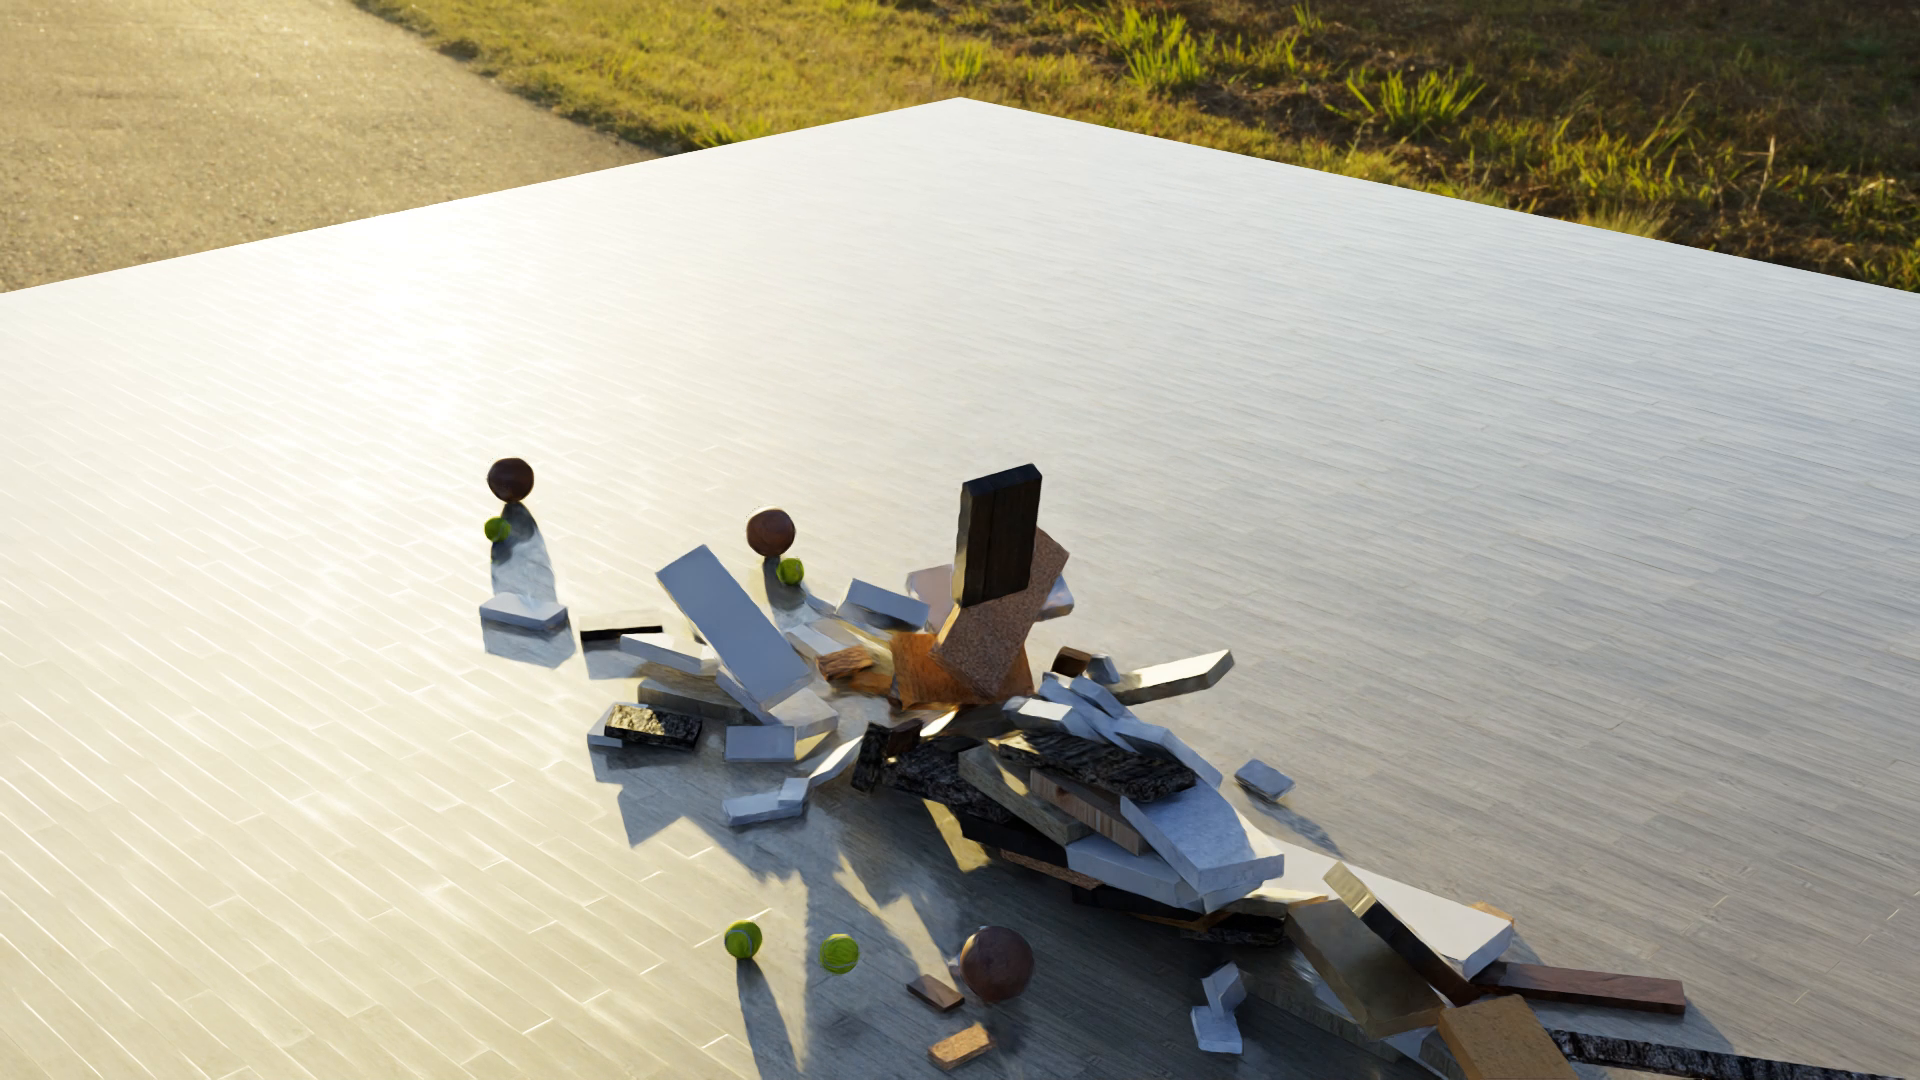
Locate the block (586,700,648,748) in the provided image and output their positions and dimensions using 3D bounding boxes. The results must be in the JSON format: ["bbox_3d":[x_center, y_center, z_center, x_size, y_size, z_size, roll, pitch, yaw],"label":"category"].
[{"bbox_3d":[-0.744,0.400,4.789,0.080,0.023,0.160,5,24,13],"label":"block"}]

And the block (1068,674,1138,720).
[{"bbox_3d":[0.315,0.349,4.267,0.031,0.218,0.109,-51,23,-8],"label":"block"}]

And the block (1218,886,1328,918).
[{"bbox_3d":[0.553,0.647,3.929,0.099,0.028,0.198,-4,0,-35],"label":"block"}]

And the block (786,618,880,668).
[{"bbox_3d":[-0.298,0.250,5.129,0.116,0.033,0.232,-14,27,-30],"label":"block"}]

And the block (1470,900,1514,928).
[{"bbox_3d":[0.941,0.715,4.049,0.152,0.022,0.076,-17,28,-35],"label":"block"}]

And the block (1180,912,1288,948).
[{"bbox_3d":[0.508,0.700,4.003,0.198,0.028,0.099,-2,15,42],"label":"block"}]

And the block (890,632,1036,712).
[{"bbox_3d":[0.009,0.289,4.791,0.323,0.046,0.162,3,62,-34],"label":"block"}]

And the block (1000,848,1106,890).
[{"bbox_3d":[0.213,0.598,4.220,0.138,0.039,0.275,-18,16,-33],"label":"block"}]

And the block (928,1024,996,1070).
[{"bbox_3d":[0.004,0.858,3.719,0.107,0.015,0.054,-17,28,-35],"label":"block"}]

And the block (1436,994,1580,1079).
[{"bbox_3d":[0.881,0.841,3.448,0.144,0.041,0.287,-9,36,-15],"label":"block"}]

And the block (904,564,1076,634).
[{"bbox_3d":[0.068,0.123,5.015,0.348,0.049,0.174,-12,58,-22],"label":"block"}]

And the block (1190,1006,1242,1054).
[{"bbox_3d":[0.435,0.831,3.735,0.070,0.020,0.140,5,11,-1],"label":"block"}]

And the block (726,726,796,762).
[{"bbox_3d":[-0.422,0.433,4.660,0.146,0.021,0.073,0,63,-1],"label":"block"}]

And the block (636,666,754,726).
[{"bbox_3d":[-0.569,0.341,4.908,0.270,0.038,0.135,11,25,23],"label":"block"}]

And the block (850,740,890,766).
[{"bbox_3d":[-0.169,0.439,4.609,0.070,0.020,0.140,-21,-1,-40],"label":"block"}]

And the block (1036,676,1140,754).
[{"bbox_3d":[0.274,0.372,4.291,0.038,0.134,0.267,-48,46,-11],"label":"block"}]

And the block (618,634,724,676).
[{"bbox_3d":[-0.636,0.260,5.019,0.270,0.038,0.135,13,8,39],"label":"block"}]

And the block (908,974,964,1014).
[{"bbox_3d":[-0.042,0.797,3.864,0.049,0.014,0.097,-20,30,-38],"label":"block"}]

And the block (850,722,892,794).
[{"bbox_3d":[-0.183,0.447,4.518,0.020,0.140,0.070,17,-3,-28],"label":"block"}]

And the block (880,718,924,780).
[{"bbox_3d":[-0.121,0.436,4.547,0.070,0.139,0.020,-20,45,-42],"label":"block"}]

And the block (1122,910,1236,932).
[{"bbox_3d":[0.404,0.677,4.066,0.099,0.028,0.198,-21,16,-40],"label":"block"}]

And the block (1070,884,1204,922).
[{"bbox_3d":[0.357,0.647,4.084,0.275,0.039,0.138,1,16,42],"label":"block"}]

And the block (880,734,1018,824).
[{"bbox_3d":[0.023,0.475,4.398,0.174,0.049,0.348,-20,22,-39],"label":"block"}]

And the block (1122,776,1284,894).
[{"bbox_3d":[0.418,0.511,3.829,0.158,0.045,0.316,-8,21,-19],"label":"block"}]

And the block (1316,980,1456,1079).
[{"bbox_3d":[0.756,0.799,3.713,0.278,0.039,0.139,30,37,27],"label":"block"}]

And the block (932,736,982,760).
[{"bbox_3d":[-0.006,0.417,4.423,0.049,0.014,0.098,15,19,39],"label":"block"}]

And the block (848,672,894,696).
[{"bbox_3d":[-0.185,0.325,4.973,0.122,0.017,0.061,9,24,19],"label":"block"}]

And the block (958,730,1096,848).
[{"bbox_3d":[0.168,0.473,4.208,0.174,0.049,0.348,-15,27,-32],"label":"block"}]

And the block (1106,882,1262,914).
[{"bbox_3d":[0.403,0.613,4.013,0.138,0.039,0.275,-19,15,-33],"label":"block"}]

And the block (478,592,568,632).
[{"bbox_3d":[-1.055,0.172,5.320,0.194,0.027,0.097,11,25,24],"label":"block"}]

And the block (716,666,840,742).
[{"bbox_3d":[-0.402,0.347,4.822,0.135,0.038,0.270,-14,37,-40],"label":"block"}]

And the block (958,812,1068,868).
[{"bbox_3d":[0.177,0.553,4.239,0.174,0.049,0.348,-19,17,-36],"label":"block"}]

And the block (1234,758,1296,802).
[{"bbox_3d":[0.630,0.496,4.548,0.060,0.017,0.120,-33,36,-23],"label":"block"}]
